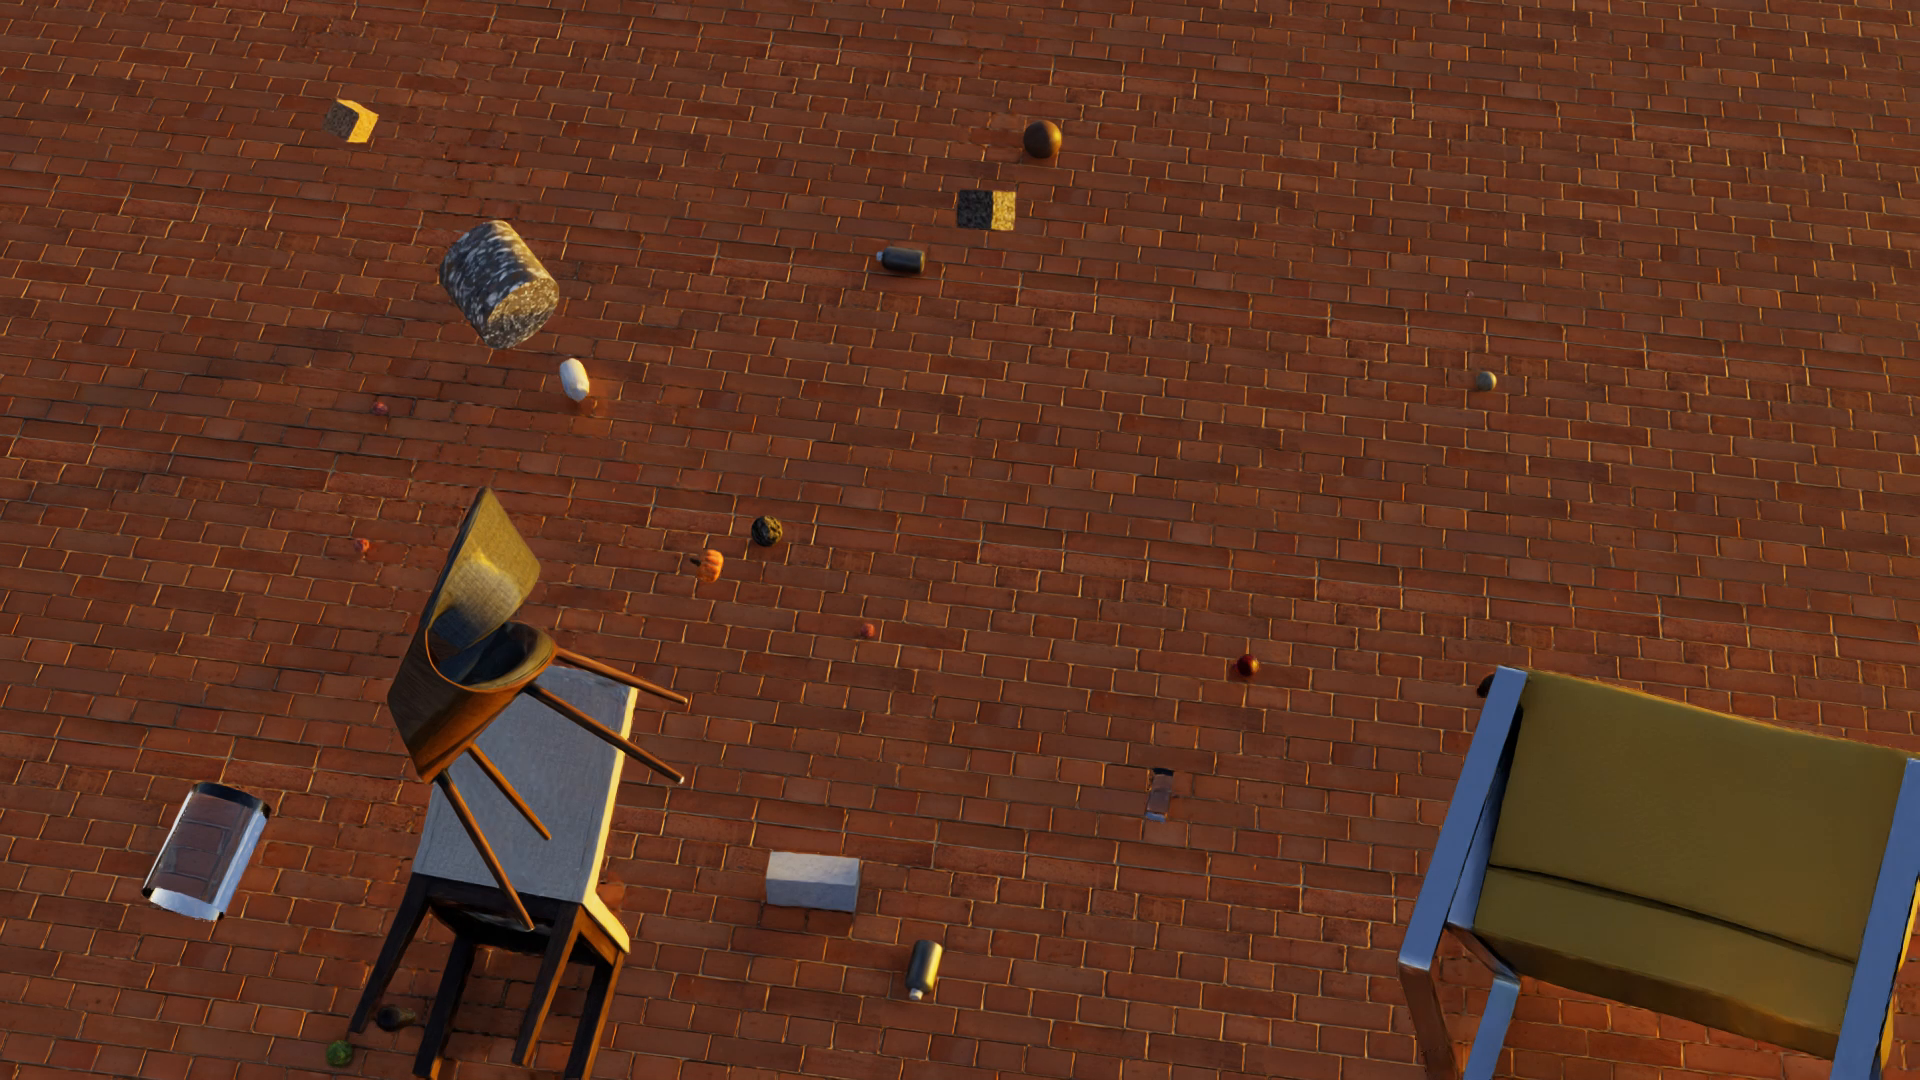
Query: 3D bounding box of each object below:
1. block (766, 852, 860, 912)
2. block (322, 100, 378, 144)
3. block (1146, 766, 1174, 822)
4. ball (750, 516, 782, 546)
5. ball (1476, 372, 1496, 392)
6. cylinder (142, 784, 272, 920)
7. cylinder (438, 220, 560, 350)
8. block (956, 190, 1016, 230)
[{"bbox_3d":[-0.393,0.913,5.884,0.238,0.103,0.098,4,39,3],"label":"block"},{"bbox_3d":[-1.781,-1.223,6.424,0.088,0.139,0.091,29,101,2],"label":"block"},{"bbox_3d":[0.546,0.697,6.015,0.054,0.124,0.120,10,72,7],"label":"block"},{"bbox_3d":[-0.574,-0.026,6.535,0.093,0.093,0.093,0,56,0],"label":"ball"},{"bbox_3d":[1.643,-0.496,6.868,0.064,0.064,0.064,0,56,0],"label":"ball"},{"bbox_3d":[-2.025,0.837,5.916,0.230,0.160,0.318,13,57,5],"label":"cylinder"},{"bbox_3d":[-1.316,-0.730,6.275,0.263,0.171,0.316,-43,54,2],"label":"cylinder"},{"bbox_3d":[0.076,-0.959,6.383,0.132,0.109,0.099,11,11,40],"label":"block"}]
